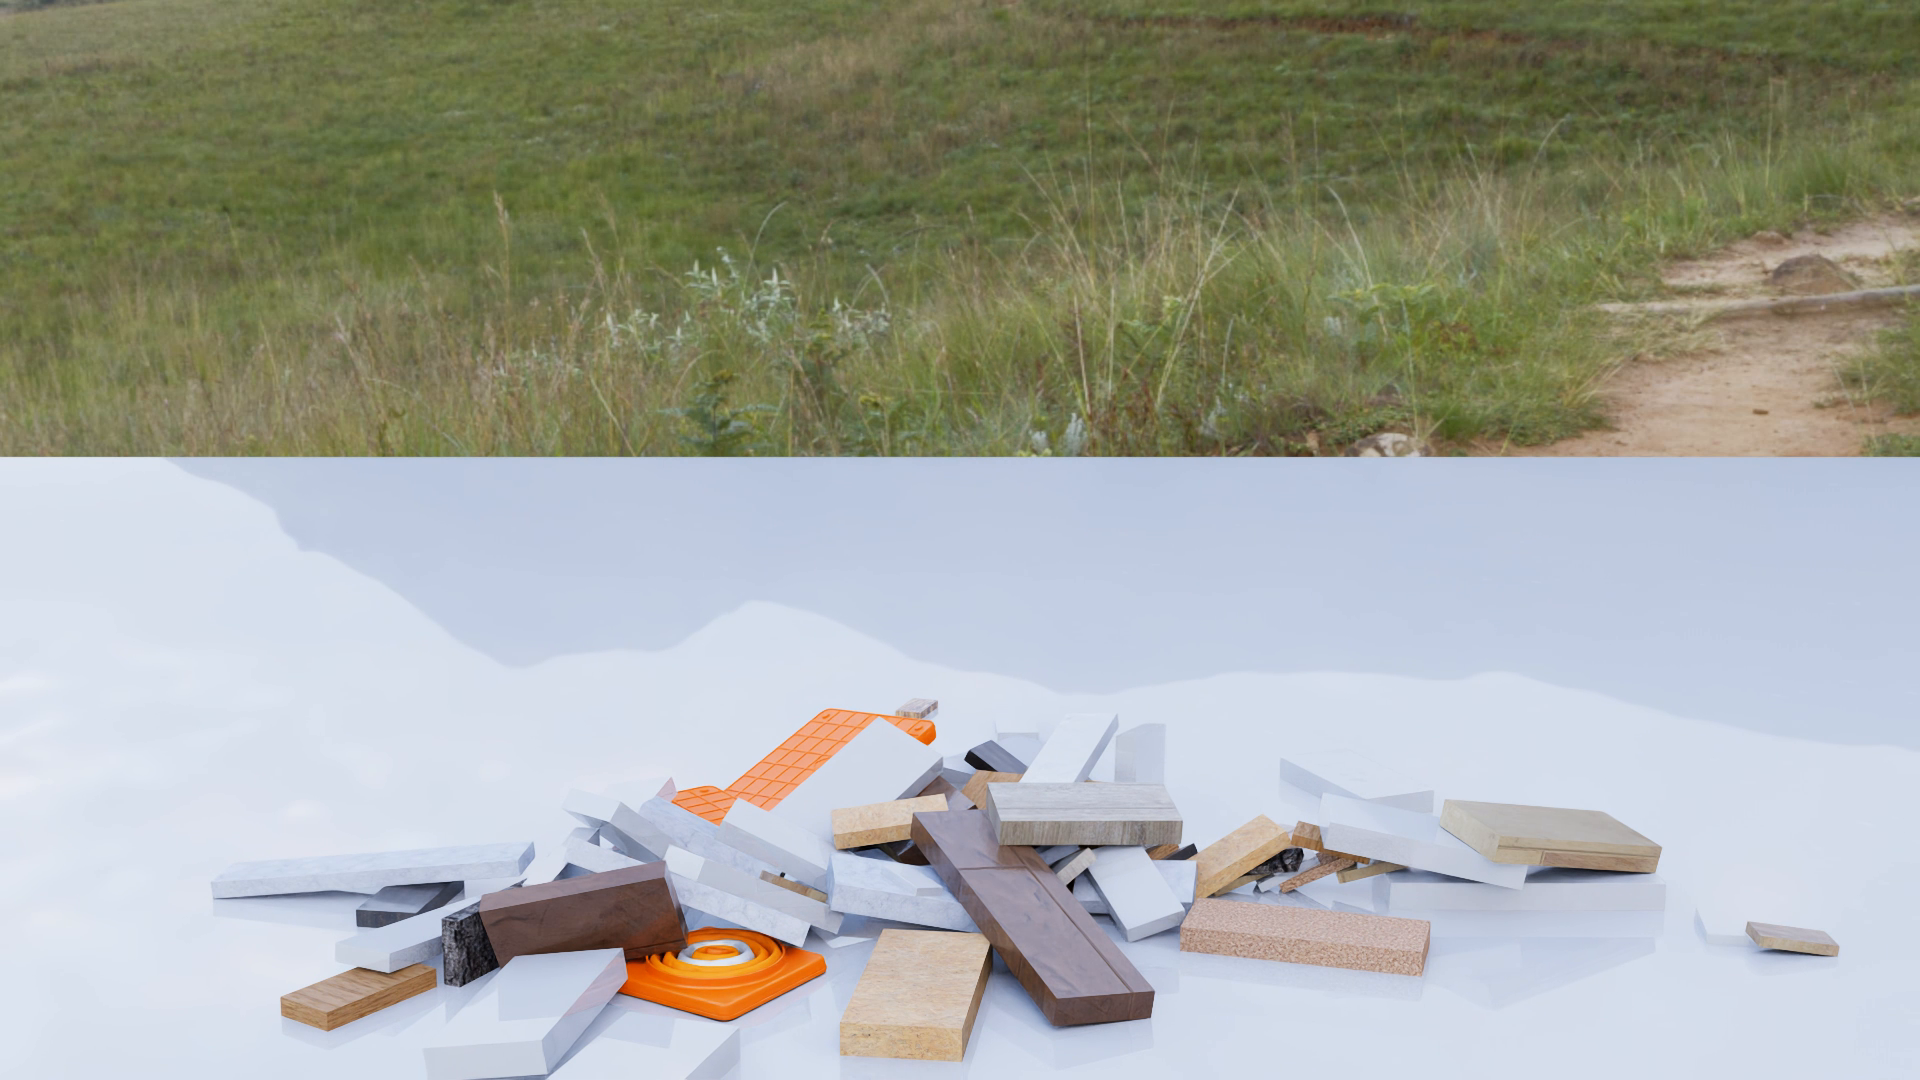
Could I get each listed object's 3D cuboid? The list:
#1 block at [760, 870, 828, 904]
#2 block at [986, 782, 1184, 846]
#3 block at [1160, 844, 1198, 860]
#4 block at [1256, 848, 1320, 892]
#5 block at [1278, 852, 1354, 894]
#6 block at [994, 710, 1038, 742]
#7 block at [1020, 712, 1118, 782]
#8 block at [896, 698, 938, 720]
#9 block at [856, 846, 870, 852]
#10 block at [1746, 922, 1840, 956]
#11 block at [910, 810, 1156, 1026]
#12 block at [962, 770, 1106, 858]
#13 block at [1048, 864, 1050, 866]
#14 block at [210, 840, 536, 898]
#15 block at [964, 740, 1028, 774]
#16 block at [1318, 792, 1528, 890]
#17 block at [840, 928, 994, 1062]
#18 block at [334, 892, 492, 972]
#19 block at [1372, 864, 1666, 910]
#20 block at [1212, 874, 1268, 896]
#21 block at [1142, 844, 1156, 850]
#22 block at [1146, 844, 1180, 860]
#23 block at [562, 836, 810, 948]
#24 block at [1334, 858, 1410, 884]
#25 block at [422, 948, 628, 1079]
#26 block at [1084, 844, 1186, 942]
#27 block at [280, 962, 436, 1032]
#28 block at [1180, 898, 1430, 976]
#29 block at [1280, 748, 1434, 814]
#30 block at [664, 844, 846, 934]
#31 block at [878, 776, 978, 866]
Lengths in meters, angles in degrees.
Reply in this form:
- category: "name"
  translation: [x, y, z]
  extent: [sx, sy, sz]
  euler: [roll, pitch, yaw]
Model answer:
- category: "block"
  translation: [-0.263, 0.548, 3.477]
  extent: [0.100, 0.014, 0.050]
  euler: [26, -11, -26]
- category: "block"
  translation: [0.203, 0.451, 3.632]
  extent: [0.301, 0.043, 0.150]
  euler: [1, 18, -9]
- category: "block"
  translation: [0.345, 0.552, 3.741]
  extent: [0.067, 0.019, 0.133]
  euler: [-28, -7, 34]
- category: "block"
  translation: [0.547, 0.552, 3.688]
  extent: [0.109, 0.015, 0.054]
  euler: [-27, 9, 3]
- category: "block"
  translation: [0.597, 0.547, 3.683]
  extent: [0.131, 0.018, 0.065]
  euler: [-25, 9, 15]
- category: "block"
  translation: [0.118, 0.395, 4.649]
  extent: [0.086, 0.024, 0.173]
  euler: [0, 11, -2]
- category: "block"
  translation: [0.181, 0.405, 3.913]
  extent: [0.099, 0.028, 0.471]
  euler: [-3, 16, 18]
- category: "block"
  translation: [-0.094, 0.369, 4.812]
  extent: [0.058, 0.016, 0.115]
  euler: [4, 11, 19]
- category: "block"
  translation: [-0.150, 0.559, 3.800]
  extent: [0.046, 0.013, 0.261]
  euler: [-6, 12, -30]
- category: "block"
  translation: [1.292, 0.619, 3.416]
  extent: [0.123, 0.017, 0.062]
  euler: [8, 12, -1]
- category: "block"
  translation: [0.098, 0.567, 3.391]
  extent: [0.154, 0.044, 0.614]
  euler: [0, 18, -22]
- category: "block"
  translation: [0.136, 0.482, 3.864]
  extent: [0.318, 0.045, 0.159]
  euler: [2, 32, 31]
- category: "block"
  translation: [0.108, 0.568, 3.751]
  extent: [0.046, 0.013, 0.093]
  euler: [8, 13, 37]
- category: "block"
  translation: [-0.977, 0.550, 3.670]
  extent: [0.520, 0.029, 0.101]
  euler: [-5, 10, 4]
- category: "block"
  translation: [0.099, 0.441, 4.100]
  extent: [0.173, 0.024, 0.086]
  euler: [36, 24, 20]
- category: "block"
  translation: [0.760, 0.496, 3.632]
  extent: [0.324, 0.046, 0.162]
  euler: [12, 11, 3]
- category: "block"
  translation: [-0.057, 0.655, 3.189]
  extent: [0.169, 0.048, 0.364]
  euler: [1, 11, 7]
- category: "block"
  translation: [-0.805, 0.605, 3.409]
  extent: [0.103, 0.029, 0.360]
  euler: [5, 6, 25]
- category: "block"
  translation: [0.927, 0.567, 3.666]
  extent: [0.448, 0.046, 0.162]
  euler: [0, 11, 0]
- category: "block"
  translation: [0.463, 0.563, 3.689]
  extent: [0.109, 0.015, 0.054]
  euler: [-20, 16, -15]
- category: "block"
  translation: [0.234, 0.520, 3.937]
  extent: [0.278, 0.039, 0.139]
  euler: [2, 11, 11]
- category: "block"
  translation: [0.316, 0.547, 3.768]
  extent: [0.067, 0.019, 0.133]
  euler: [-27, -7, 34]
- category: "block"
  translation: [-0.418, 0.537, 3.356]
  extent: [0.381, 0.037, 0.132]
  euler: [21, -11, -5]
- category: "block"
  translation: [0.689, 0.538, 3.664]
  extent: [0.131, 0.018, 0.065]
  euler: [-15, 10, 5]
- category: "block"
  translation: [-0.603, 0.662, 3.086]
  extent: [0.169, 0.048, 0.338]
  euler: [-6, 9, 11]
- category: "block"
  translation: [0.275, 0.558, 3.529]
  extent: [0.099, 0.028, 0.198]
  euler: [-17, 34, -12]
- category: "block"
  translation: [-0.877, 0.660, 3.213]
  extent: [0.101, 0.029, 0.203]
  euler: [7, 13, 34]
- category: "block"
  translation: [0.538, 0.616, 3.422]
  extent: [0.369, 0.039, 0.139]
  euler: [3, 11, 17]
- category: "block"
  translation: [0.757, 0.467, 4.215]
  extent: [0.150, 0.043, 0.301]
  euler: [-4, 11, -22]
- category: "block"
  translation: [-0.323, 0.546, 3.437]
  extent: [0.264, 0.037, 0.132]
  euler: [27, -11, -30]
- category: "block"
  translation: [-0.100, 0.478, 3.951]
  extent: [0.159, 0.045, 0.416]
  euler: [-33, 19, -12]
